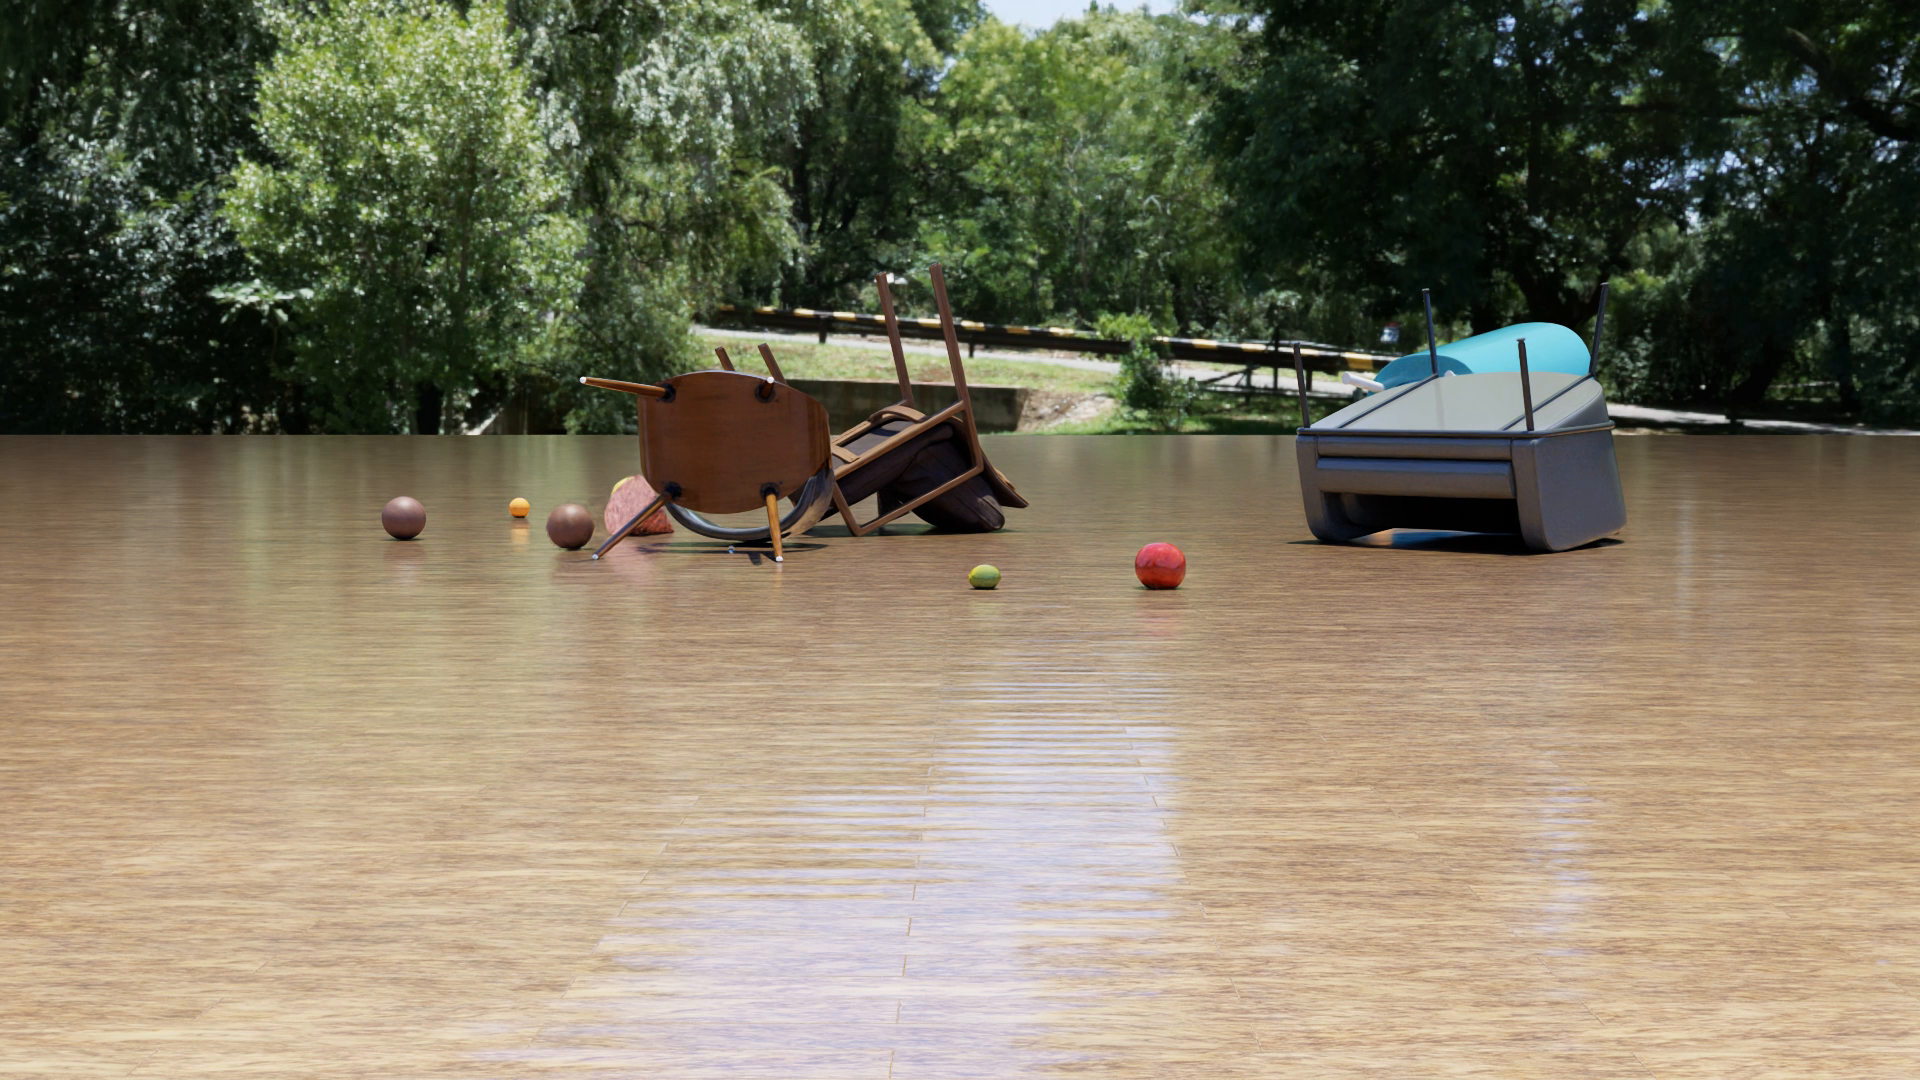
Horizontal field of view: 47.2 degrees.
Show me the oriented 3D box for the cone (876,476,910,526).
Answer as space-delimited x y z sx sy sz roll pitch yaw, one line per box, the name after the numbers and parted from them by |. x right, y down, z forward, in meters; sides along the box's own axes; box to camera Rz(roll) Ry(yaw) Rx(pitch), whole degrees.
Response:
-0.245 -0.139 7.189 0.105 0.158 0.118 -24 2 -44 | cone

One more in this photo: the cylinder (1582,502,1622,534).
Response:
2.005 -0.060 6.872 0.096 0.075 0.096 31 31 14 | cylinder

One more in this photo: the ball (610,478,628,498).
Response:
-1.102 -0.134 7.394 0.150 0.150 0.150 0 4 0 | ball

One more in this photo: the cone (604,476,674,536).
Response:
-0.954 -0.065 6.821 0.212 0.206 0.203 15 -13 46 | cone
